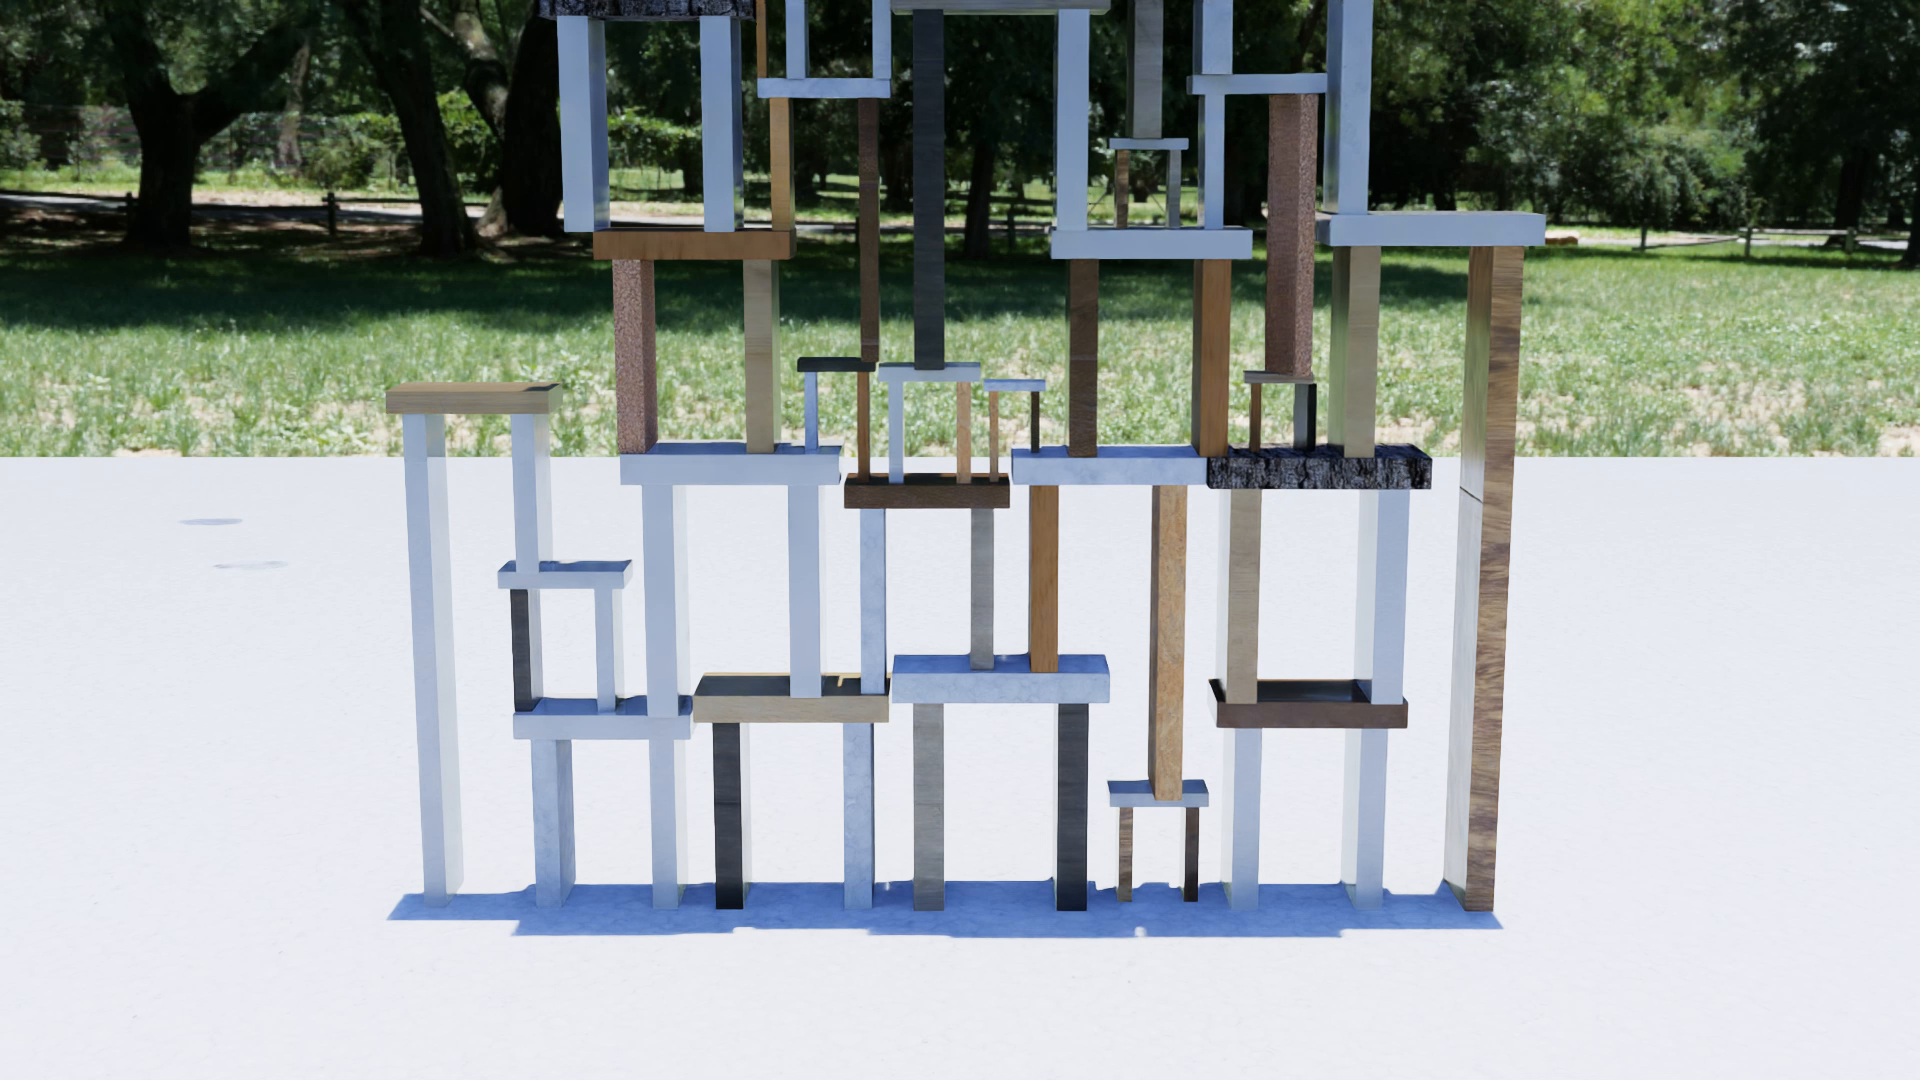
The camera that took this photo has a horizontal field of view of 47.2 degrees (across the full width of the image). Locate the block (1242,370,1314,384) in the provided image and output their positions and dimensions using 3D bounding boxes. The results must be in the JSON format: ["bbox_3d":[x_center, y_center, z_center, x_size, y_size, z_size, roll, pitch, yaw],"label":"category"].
[{"bbox_3d":[0.508,-0.261,3.515,0.110,0.016,0.055,1,11,4],"label":"block"}]

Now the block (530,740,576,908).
[{"bbox_3d":[-0.672,0.450,3.641,0.041,0.286,0.143,0,11,0],"label":"block"}]

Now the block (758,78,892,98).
[{"bbox_3d":[-0.210,-0.704,3.430,0.203,0.029,0.102,0,11,0],"label":"block"}]

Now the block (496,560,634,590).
[{"bbox_3d":[-0.640,0.055,3.571,0.203,0.029,0.101,0,11,0],"label":"block"}]

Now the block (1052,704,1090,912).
[{"bbox_3d":[0.182,0.418,3.641,0.049,0.349,0.175,0,11,0],"label":"block"}]

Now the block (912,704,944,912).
[{"bbox_3d":[-0.051,0.418,3.641,0.049,0.349,0.175,0,11,0],"label":"block"}]

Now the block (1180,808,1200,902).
[{"bbox_3d":[0.381,0.510,3.655,0.023,0.163,0.081,0,11,0],"label":"block"}]

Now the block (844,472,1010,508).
[{"bbox_3d":[-0.052,-0.080,3.546,0.264,0.037,0.132,0,11,0],"label":"block"}]

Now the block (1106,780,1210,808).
[{"bbox_3d":[0.326,0.418,3.637,0.163,0.023,0.081,0,11,0],"label":"block"}]

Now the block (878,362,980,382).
[{"bbox_3d":[-0.048,-0.268,3.509,0.162,0.023,0.081,0,11,0],"label":"block"}]

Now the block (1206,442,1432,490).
[{"bbox_3d":[0.567,-0.119,3.532,0.347,0.049,0.174,0,11,1],"label":"block"}]

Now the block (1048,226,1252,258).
[{"bbox_3d":[0.296,-0.470,3.471,0.310,0.044,0.155,0,11,0],"label":"block"}]

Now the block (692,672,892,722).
[{"bbox_3d":[-0.271,0.258,3.610,0.315,0.045,0.158,0,11,0],"label":"block"}]

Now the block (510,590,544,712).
[{"bbox_3d":[-0.707,0.169,3.592,0.029,0.203,0.101,0,11,0],"label":"block"}]

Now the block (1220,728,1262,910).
[{"bbox_3d":[0.464,0.440,3.637,0.043,0.307,0.153,0,11,0],"label":"block"}]

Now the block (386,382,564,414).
[{"bbox_3d":[-0.774,-0.227,3.515,0.256,0.036,0.128,0,11,0],"label":"block"}]

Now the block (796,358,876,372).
[{"bbox_3d":[-0.196,-0.280,3.504,0.124,0.018,0.062,0,11,0],"label":"block"}]

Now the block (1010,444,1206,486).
[{"bbox_3d":[0.236,-0.121,3.532,0.304,0.043,0.152,0,11,0],"label":"block"}]

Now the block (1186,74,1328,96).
[{"bbox_3d":[0.460,-0.709,3.423,0.206,0.029,0.103,-1,11,0],"label":"block"}]

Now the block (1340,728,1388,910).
[{"bbox_3d":[0.668,0.440,3.639,0.043,0.307,0.153,0,11,1],"label":"block"}]

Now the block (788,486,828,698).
[{"bbox_3d":[-0.247,0.068,3.571,0.049,0.344,0.172,0,11,0],"label":"block"}]

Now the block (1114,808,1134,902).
[{"bbox_3d":[0.272,0.510,3.655,0.023,0.163,0.081,0,11,0],"label":"block"}]

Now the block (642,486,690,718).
[{"bbox_3d":[-0.476,0.084,3.574,0.049,0.377,0.172,0,11,0],"label":"block"}]

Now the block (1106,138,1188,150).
[{"bbox_3d":[0.292,-0.620,3.439,0.122,0.017,0.061,0,11,-1],"label":"block"}]

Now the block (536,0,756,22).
[{"bbox_3d":[-0.480,-0.831,3.406,0.324,0.046,0.162,0,11,0],"label":"block"}]

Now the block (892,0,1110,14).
[{"bbox_3d":[0.062,-0.840,3.400,0.331,0.047,0.166,0,11,0],"label":"block"}]

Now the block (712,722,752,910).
[{"bbox_3d":[-0.376,0.435,3.642,0.045,0.315,0.158,0,11,0],"label":"block"}]

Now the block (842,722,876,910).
[{"bbox_3d":[-0.166,0.435,3.642,0.045,0.315,0.158,0,11,0],"label":"block"}]

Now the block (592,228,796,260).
[{"bbox_3d":[-0.415,-0.468,3.470,0.303,0.043,0.152,0,11,0],"label":"block"}]

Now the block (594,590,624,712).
[{"bbox_3d":[-0.572,0.169,3.592,0.029,0.203,0.101,0,11,0],"label":"block"}]

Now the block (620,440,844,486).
[{"bbox_3d":[-0.361,-0.125,3.535,0.344,0.049,0.172,0,11,0],"label":"block"}]

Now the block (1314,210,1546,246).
[{"bbox_3d":[0.735,-0.491,3.462,0.330,0.047,0.165,0,11,0],"label":"block"}]

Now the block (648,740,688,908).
[{"bbox_3d":[-0.482,0.450,3.641,0.041,0.286,0.143,0,11,0],"label":"block"}]

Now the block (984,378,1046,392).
[{"bbox_3d":[0.087,-0.247,3.511,0.099,0.014,0.049,0,11,0],"label":"block"}]

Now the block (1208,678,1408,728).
[{"bbox_3d":[0.567,0.268,3.605,0.307,0.043,0.153,0,11,1],"label":"block"}]

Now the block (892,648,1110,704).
[{"bbox_3d":[0.066,0.222,3.604,0.349,0.049,0.175,0,11,0],"label":"block"}]

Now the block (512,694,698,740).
[{"bbox_3d":[-0.577,0.289,3.612,0.286,0.041,0.143,0,11,0],"label":"block"}]
